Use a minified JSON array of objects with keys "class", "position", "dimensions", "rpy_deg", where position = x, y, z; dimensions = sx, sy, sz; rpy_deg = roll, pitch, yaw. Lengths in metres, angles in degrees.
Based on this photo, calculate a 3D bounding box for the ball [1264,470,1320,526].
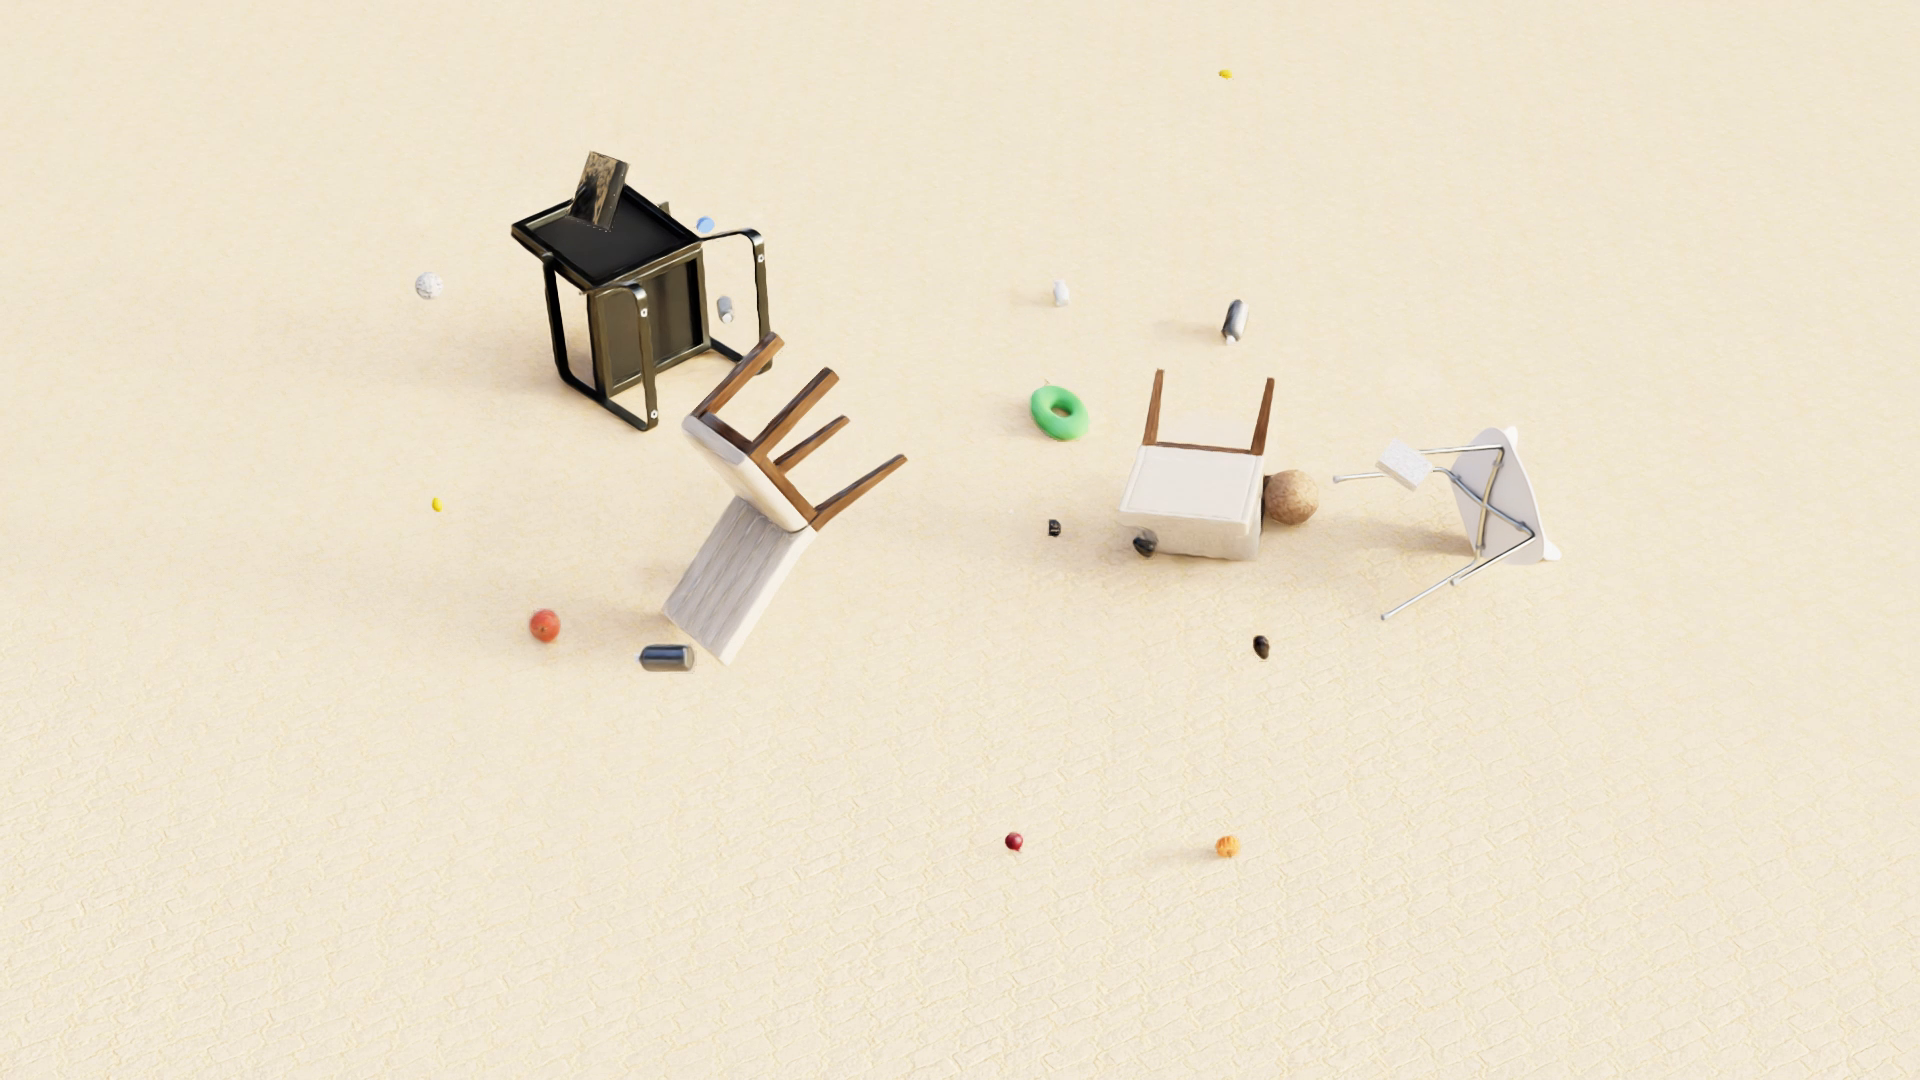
[{"class":"ball","position":[1.240,-0.160,10.961],"dimensions":[0.209,0.209,0.209],"rpy_deg":[0,33,0]}]

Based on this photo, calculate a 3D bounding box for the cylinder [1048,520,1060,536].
[{"class":"cylinder","position":[0.352,-0.045,10.975],"dimensions":[0.045,0.040,0.056],"rpy_deg":[24,31,-13]}]

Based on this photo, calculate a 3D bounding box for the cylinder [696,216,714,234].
[{"class":"cylinder","position":[-0.953,-1.179,10.969],"dimensions":[0.068,0.047,0.080],"rpy_deg":[-41,19,0]}]

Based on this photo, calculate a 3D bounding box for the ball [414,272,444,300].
[{"class":"ball","position":[-2.058,-0.986,11.367],"dimensions":[0.108,0.108,0.108],"rpy_deg":[0,33,0]}]

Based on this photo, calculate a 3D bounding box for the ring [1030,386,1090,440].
[{"class":"ring","position":[0.396,-0.506,11.644],"dimensions":[0.213,0.074,0.382],"rpy_deg":[-12,36,-14]}]

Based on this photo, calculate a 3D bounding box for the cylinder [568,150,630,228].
[{"class":"cylinder","position":[-1.387,-1.347,11.269],"dimensions":[0.206,0.262,0.116],"rpy_deg":[22,4,38]}]

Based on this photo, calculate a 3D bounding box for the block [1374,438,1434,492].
[{"class":"block","position":[1.465,-0.247,9.671],"dimensions":[0.156,0.073,0.096],"rpy_deg":[35,76,6]}]
